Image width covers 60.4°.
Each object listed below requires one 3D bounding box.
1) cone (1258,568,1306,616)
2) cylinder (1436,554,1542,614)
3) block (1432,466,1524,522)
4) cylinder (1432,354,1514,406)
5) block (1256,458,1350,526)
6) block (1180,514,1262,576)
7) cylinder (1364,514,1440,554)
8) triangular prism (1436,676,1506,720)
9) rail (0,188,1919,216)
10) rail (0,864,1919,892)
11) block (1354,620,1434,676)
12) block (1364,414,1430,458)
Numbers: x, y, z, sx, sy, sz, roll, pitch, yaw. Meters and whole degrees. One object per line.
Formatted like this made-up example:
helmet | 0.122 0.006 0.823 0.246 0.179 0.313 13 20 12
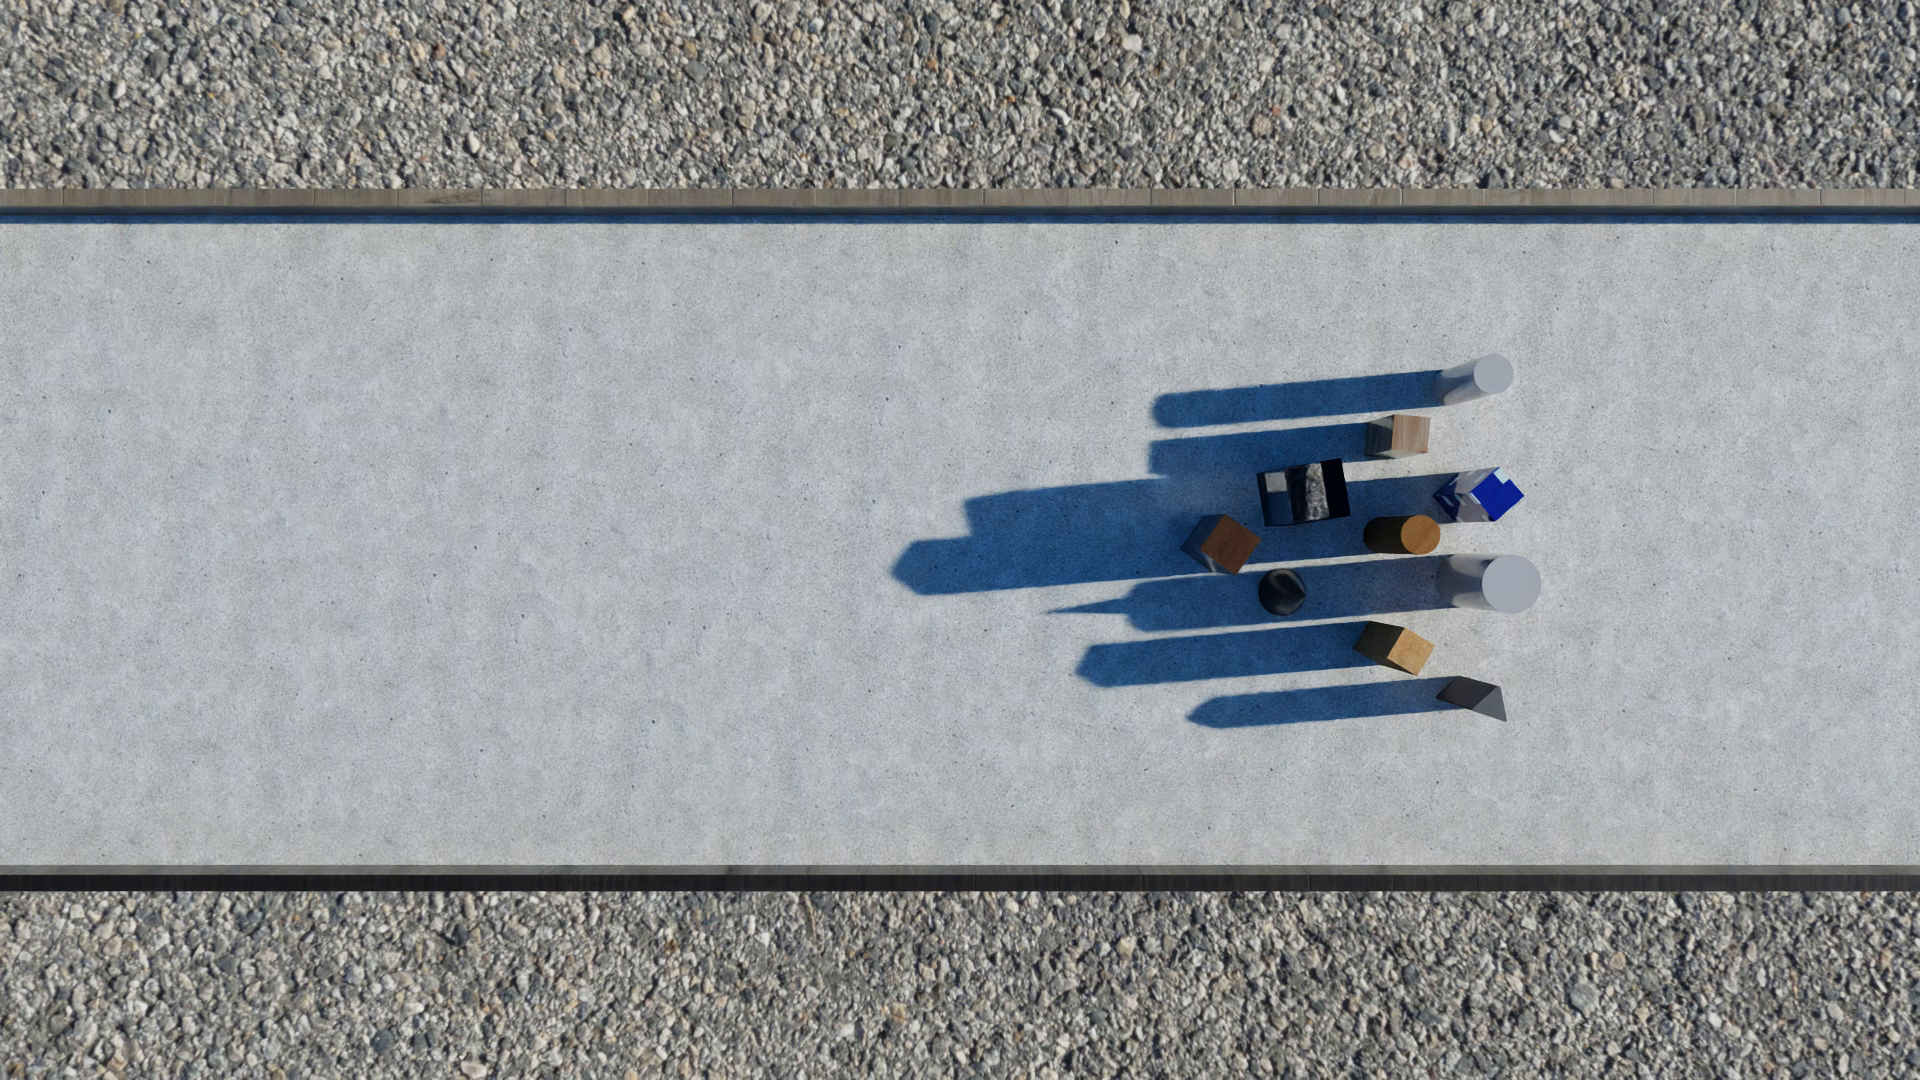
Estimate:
cone | 0.991 0.160 4.896 0.147 0.362 0.147 0 90 0
cylinder | 1.546 0.123 4.849 0.166 0.455 0.166 0 90 0
block | 1.531 -0.131 4.888 0.111 0.377 0.111 -41 90 0
cylinder | 1.510 -0.470 4.871 0.113 0.411 0.113 0 90 0
block | 1.007 -0.137 4.863 0.165 0.428 0.165 -10 90 0
block | 0.763 0.013 4.864 0.125 0.426 0.125 35 90 0
cylinder | 1.297 -0.015 4.859 0.112 0.434 0.112 0 90 0
triangular prism | 1.526 0.459 4.894 0.103 0.366 0.089 19 90 0
rail | -2.247 -1.025 5.002 12.000 0.150 0.050 0 90 0
rail | -2.247 1.025 5.001 12.000 0.150 0.050 0 90 0
block | 1.277 0.316 4.873 0.100 0.408 0.100 31 90 0
block | 1.301 -0.307 4.918 0.104 0.317 0.104 5 90 0
